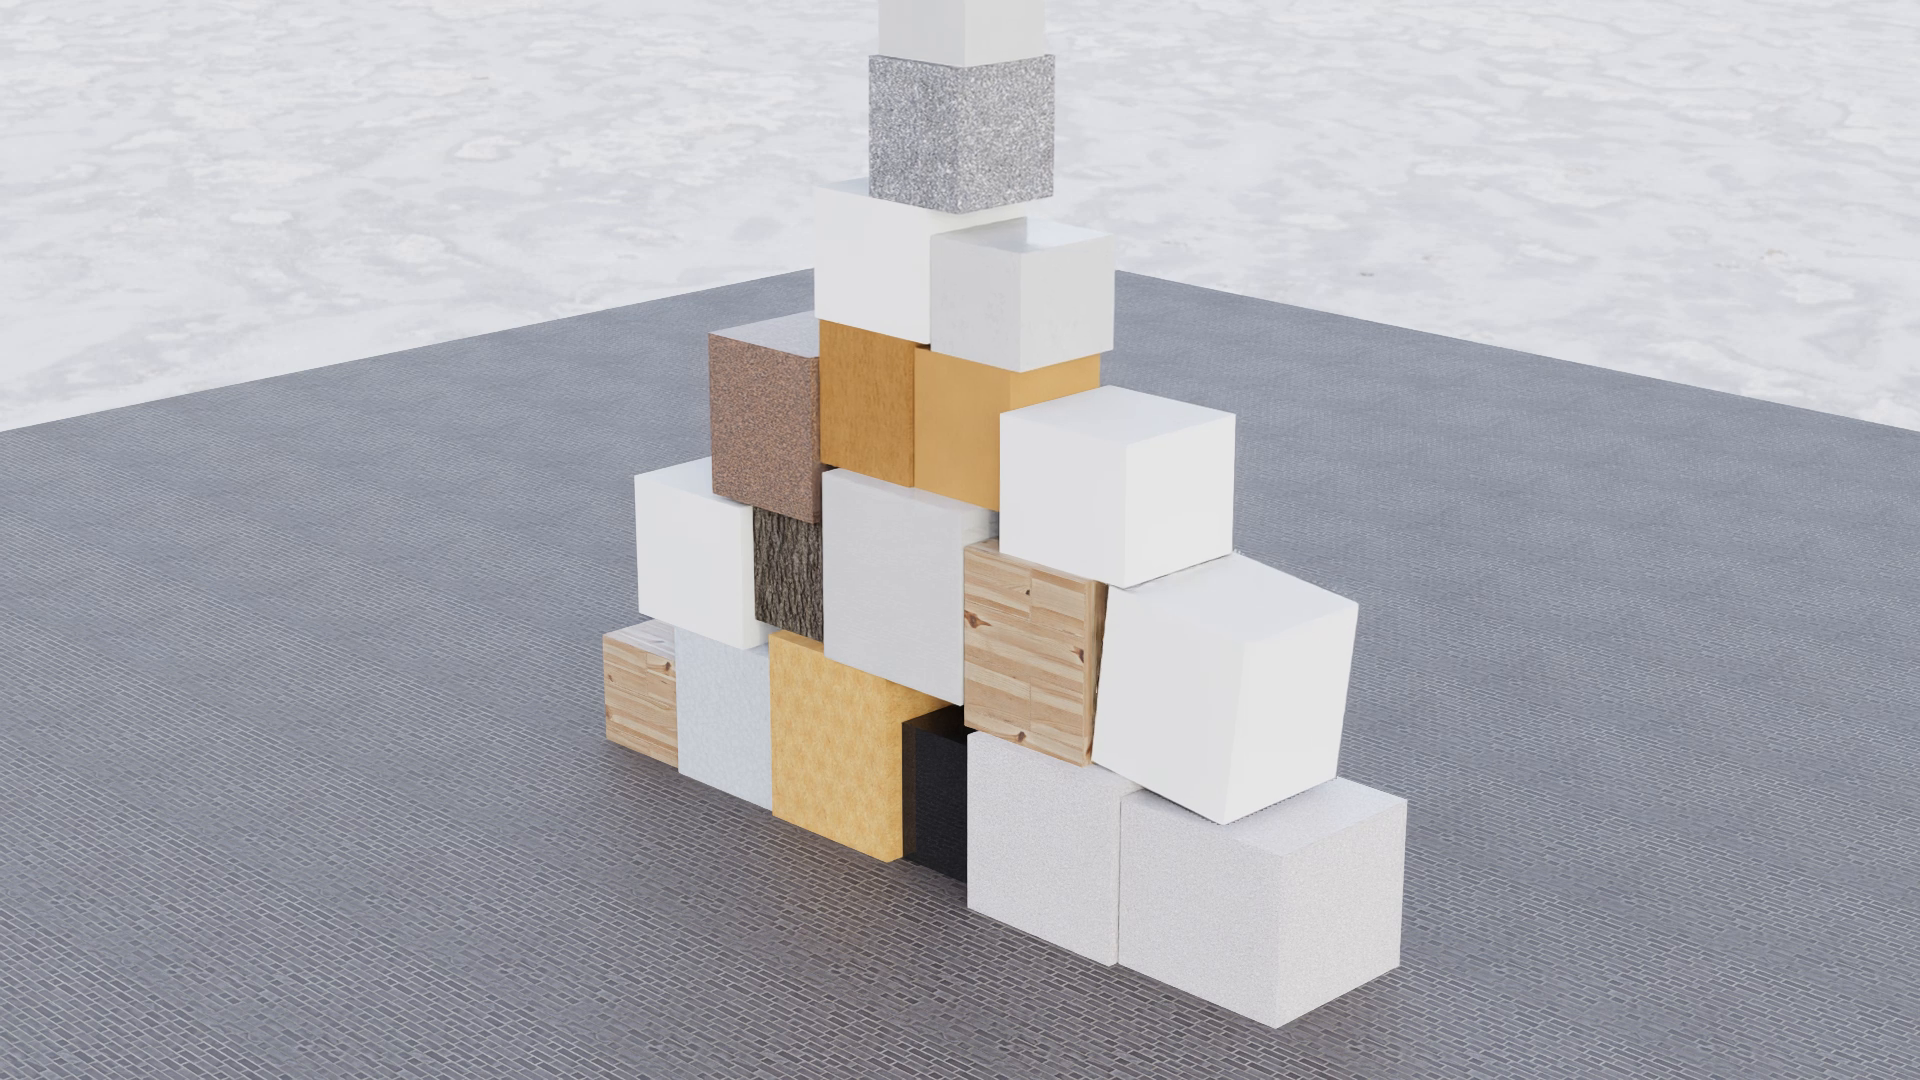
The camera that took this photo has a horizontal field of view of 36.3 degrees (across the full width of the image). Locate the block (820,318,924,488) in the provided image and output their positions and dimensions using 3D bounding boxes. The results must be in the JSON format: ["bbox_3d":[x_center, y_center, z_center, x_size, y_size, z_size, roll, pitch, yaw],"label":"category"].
[{"bbox_3d":[-0.202,-0.683,13.355,0.647,0.672,0.583,-17,24,-42],"label":"block"}]

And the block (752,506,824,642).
[{"bbox_3d":[-0.566,0.101,13.945,0.555,0.598,0.623,-17,24,-42],"label":"block"}]

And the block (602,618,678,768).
[{"bbox_3d":[-1.370,0.746,15.023,0.661,0.568,0.613,-17,24,-42],"label":"block"}]

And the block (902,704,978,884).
[{"bbox_3d":[0.143,1.160,13.531,0.563,0.674,0.593,-17,24,-42],"label":"block"}]

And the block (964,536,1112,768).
[{"bbox_3d":[0.560,0.413,12.889,0.821,0.829,0.709,-17,24,-42],"label":"block"}]

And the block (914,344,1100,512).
[{"bbox_3d":[0.206,-0.536,12.949,0.566,0.641,0.585,-17,24,-42],"label":"block"}]

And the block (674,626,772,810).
[{"bbox_3d":[-0.892,0.791,14.526,0.718,0.781,0.733,-17,24,-42],"label":"block"}]

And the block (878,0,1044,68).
[{"bbox_3d":[0.007,-2.355,12.585,0.485,0.549,0.529,-17,24,-42],"label":"block"}]

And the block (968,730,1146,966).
[{"bbox_3d":[0.659,1.242,13.012,0.917,0.828,0.852,-17,24,-42],"label":"block"}]

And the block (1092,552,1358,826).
[{"bbox_3d":[1.113,0.603,12.376,0.741,0.810,0.740,-17,30,-42],"label":"block"}]

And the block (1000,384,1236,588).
[{"bbox_3d":[0.671,-0.241,12.554,0.692,0.617,0.722,-17,24,-42],"label":"block"}]

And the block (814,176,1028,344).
[{"bbox_3d":[-0.178,-1.283,13.145,0.631,0.599,0.718,-17,24,-42],"label":"block"}]

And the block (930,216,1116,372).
[{"bbox_3d":[0.273,-1.074,12.737,0.539,0.513,0.589,17,24,42],"label":"block"}]

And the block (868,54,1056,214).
[{"bbox_3d":[0.008,-1.800,12.766,0.592,0.617,0.551,-17,24,-42],"label":"block"}]

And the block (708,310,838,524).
[{"bbox_3d":[-0.681,-0.599,13.868,0.706,0.785,0.711,-17,24,-42],"label":"block"}]

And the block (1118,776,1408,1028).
[{"bbox_3d":[1.280,1.454,12.443,0.835,0.765,0.863,-17,24,-42],"label":"block"}]

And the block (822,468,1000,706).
[{"bbox_3d":[-0.007,0.122,13.399,0.862,0.888,0.888,-17,24,-42],"label":"block"}]

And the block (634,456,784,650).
[{"bbox_3d":[-1.064,0.030,14.460,0.720,0.710,0.787,-17,24,-42],"label":"block"}]

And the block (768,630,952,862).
[{"bbox_3d":[-0.333,0.884,13.991,0.813,0.923,0.799,-17,24,-42],"label":"block"}]
